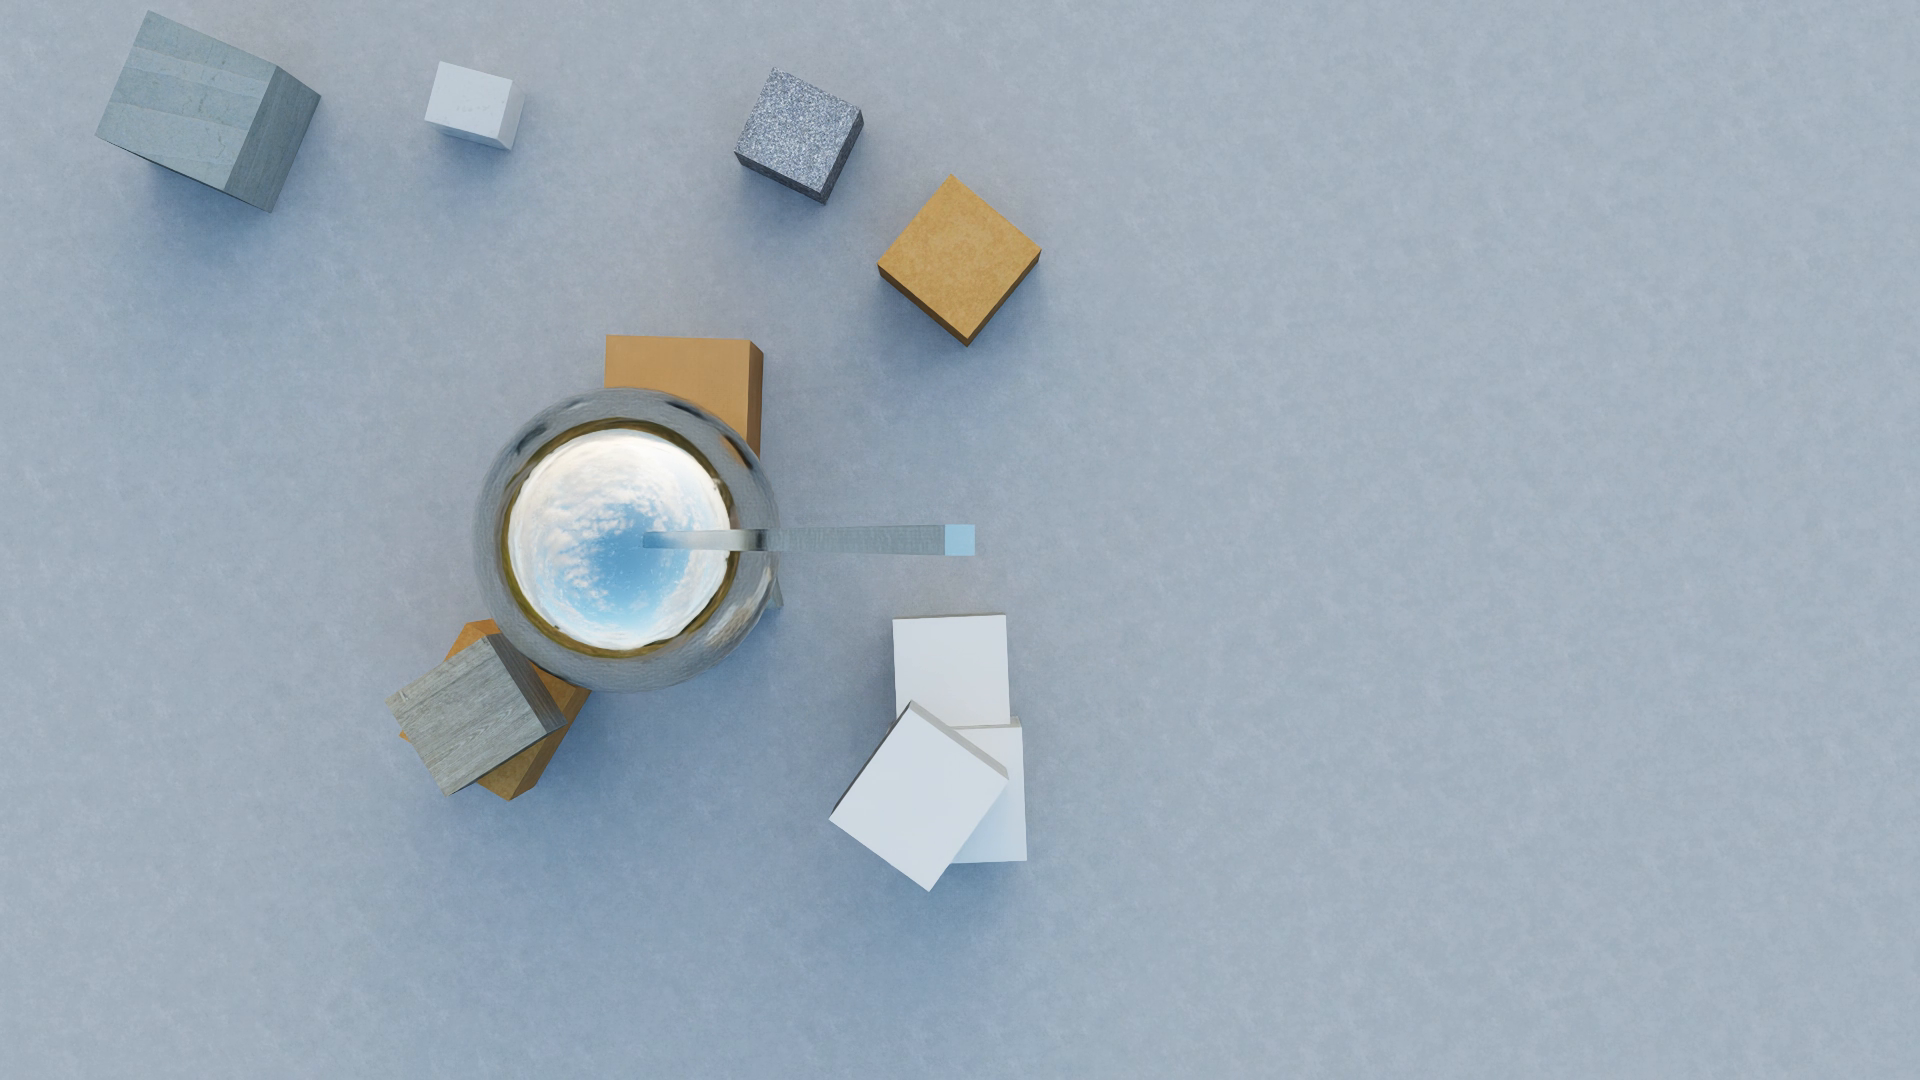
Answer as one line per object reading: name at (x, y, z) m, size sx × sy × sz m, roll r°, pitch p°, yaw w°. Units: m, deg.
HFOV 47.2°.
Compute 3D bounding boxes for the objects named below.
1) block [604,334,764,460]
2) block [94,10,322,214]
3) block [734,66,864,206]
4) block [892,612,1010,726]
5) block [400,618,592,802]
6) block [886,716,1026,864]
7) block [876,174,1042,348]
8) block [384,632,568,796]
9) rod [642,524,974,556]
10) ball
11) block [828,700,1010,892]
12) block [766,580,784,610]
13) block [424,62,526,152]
block at (-1.573, -0.716, 12.577) m, size 0.796 × 0.846 × 0.810 m, roll 2°, pitch 90°, yaw 0°
block at (-4.280, -2.430, 12.576) m, size 0.776 × 0.847 × 0.756 m, roll 23°, pitch 90°, yaw 0°
block at (-0.930, -2.339, 12.763) m, size 0.551 × 0.474 × 0.533 m, roll 26°, pitch 90°, yaw 0°
block at (-0.048, 0.746, 12.718) m, size 0.639 × 0.564 × 0.617 m, roll -2°, pitch 90°, yaw 0°
block at (-2.633, 0.960, 12.627) m, size 0.713 × 0.745 × 0.734 m, roll 31°, pitch 90°, yaw 0°
block at (-0.019, 1.425, 12.606) m, size 0.753 × 0.788 × 0.740 m, roll -2°, pitch 90°, yaw 0°
block at (-0.005, -1.603, 12.707) m, size 0.666 × 0.586 × 0.658 m, roll 40°, pitch 90°, yaw 0°
block at (-2.612, 0.933, 11.935) m, size 0.635 × 0.640 × 0.610 m, roll -32°, pitch 90°, yaw 0°
rod at (-0.748, 0.000, 8.162) m, size 0.080 × 5.200 × 0.080 m, roll 0°, pitch 90°, yaw -17°
ball at (-1.726, 0.000, 11.419) m, size 1.600 × 1.600 × 1.600 m, roll 0°, pitch 90°, yaw 0°
block at (-0.216, 1.366, 11.883) m, size 0.652 × 0.658 × 0.720 m, roll 36°, pitch 90°, yaw 0°
block at (-1.472, 0.134, 12.699) m, size 0.725 × 0.603 × 0.688 m, roll -13°, pitch 90°, yaw 0°
block at (-2.818, -2.521, 12.802) m, size 0.431 × 0.396 × 0.349 m, roll 15°, pitch 90°, yaw 0°
